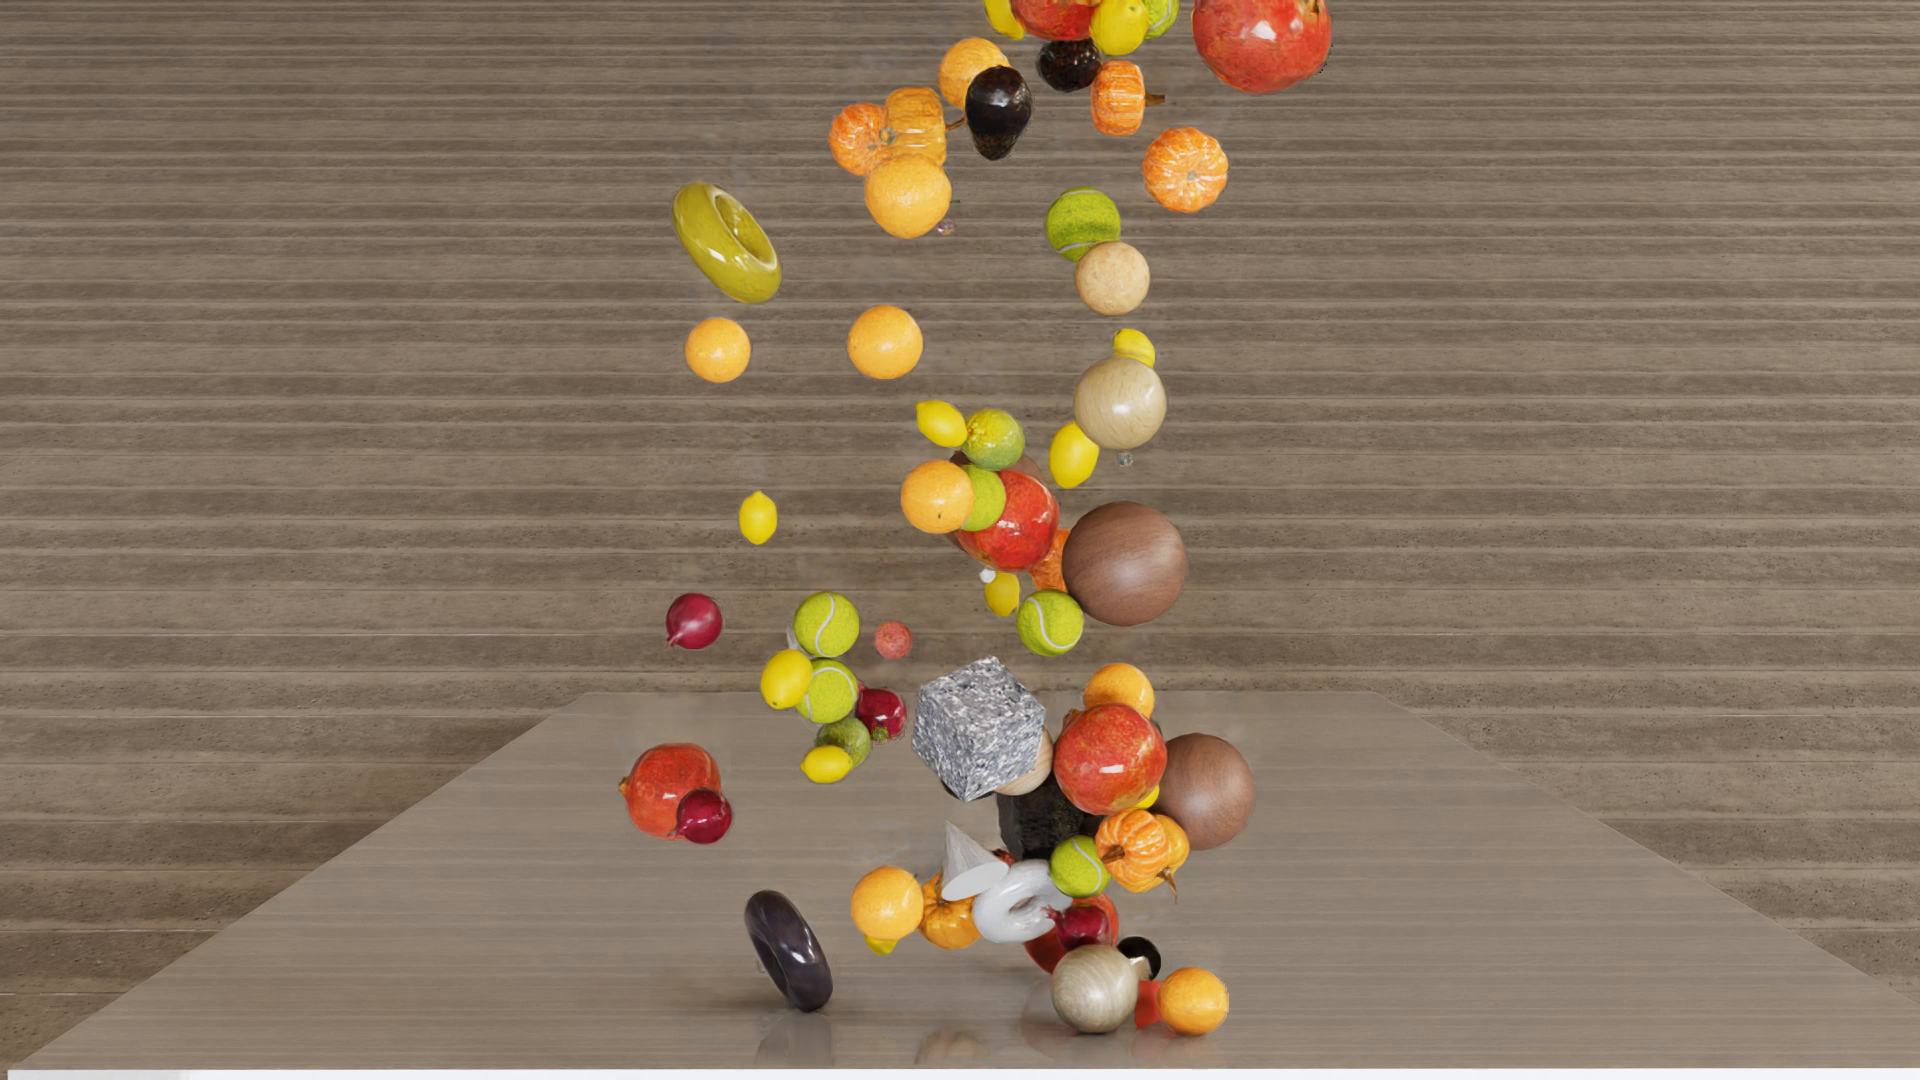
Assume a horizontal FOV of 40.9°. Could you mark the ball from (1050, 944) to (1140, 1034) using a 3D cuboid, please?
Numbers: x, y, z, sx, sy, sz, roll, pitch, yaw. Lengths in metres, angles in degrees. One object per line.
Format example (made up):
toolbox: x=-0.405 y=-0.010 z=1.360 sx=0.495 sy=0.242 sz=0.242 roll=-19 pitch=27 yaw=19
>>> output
ball: x=0.141 y=0.471 z=2.707 sx=0.094 sy=0.094 sz=0.094 roll=0 pitch=24 yaw=0

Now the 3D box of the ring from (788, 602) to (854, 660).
ring: x=-0.151 y=0.098 z=2.787 sx=0.077 sy=0.026 sz=0.077 roll=-18 pitch=38 yaw=14

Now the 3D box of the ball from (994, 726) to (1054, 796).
ball: x=0.053 y=0.213 z=2.573 sx=0.083 sy=0.083 sz=0.083 roll=0 pitch=24 yaw=0

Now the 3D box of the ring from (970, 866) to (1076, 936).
ring: x=0.070 y=0.402 z=2.867 sx=0.121 sy=0.121 sz=0.040 roll=-4 pitch=56 yaw=-10

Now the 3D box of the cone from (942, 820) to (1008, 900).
cone: x=0.001 y=0.320 z=2.657 sx=0.075 sy=0.075 sz=0.075 roll=-12 pitch=60 yaw=-25

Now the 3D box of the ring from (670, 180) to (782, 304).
ring: x=-0.245 y=-0.313 z=2.709 sx=0.049 sy=0.148 sz=0.148 roll=-36 pitch=18 yaw=17

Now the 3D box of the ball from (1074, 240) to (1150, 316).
ball: x=0.133 y=-0.228 z=2.248 sx=0.066 sy=0.066 sz=0.066 roll=0 pitch=24 yaw=0

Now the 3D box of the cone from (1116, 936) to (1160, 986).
cone: x=0.213 y=0.481 z=2.970 sx=0.057 sy=0.057 sz=0.057 roll=10 pitch=4 yaw=21

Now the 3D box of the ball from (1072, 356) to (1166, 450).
ball: x=0.149 y=-0.128 z=2.405 sx=0.088 sy=0.088 sz=0.088 roll=0 pitch=24 yaw=0

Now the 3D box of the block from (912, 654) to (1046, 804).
block: x=0.018 y=0.181 z=2.483 sx=0.086 sy=0.086 sz=0.086 roll=-23 pitch=51 yaw=-30

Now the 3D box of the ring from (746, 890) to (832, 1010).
ring: x=-0.188 y=0.448 z=2.816 sx=0.048 sy=0.143 sz=0.143 roll=-28 pitch=33 yaw=-18

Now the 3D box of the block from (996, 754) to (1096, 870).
block: x=0.101 y=0.320 z=2.995 sx=0.091 sy=0.091 sz=0.091 roll=-13 pitch=28 yaw=-13

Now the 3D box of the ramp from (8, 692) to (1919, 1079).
ramp: x=0.056 y=0.504 z=4.549 sx=2.000 sy=0.100 sz=4.000 roll=0 pitch=2 yaw=0
